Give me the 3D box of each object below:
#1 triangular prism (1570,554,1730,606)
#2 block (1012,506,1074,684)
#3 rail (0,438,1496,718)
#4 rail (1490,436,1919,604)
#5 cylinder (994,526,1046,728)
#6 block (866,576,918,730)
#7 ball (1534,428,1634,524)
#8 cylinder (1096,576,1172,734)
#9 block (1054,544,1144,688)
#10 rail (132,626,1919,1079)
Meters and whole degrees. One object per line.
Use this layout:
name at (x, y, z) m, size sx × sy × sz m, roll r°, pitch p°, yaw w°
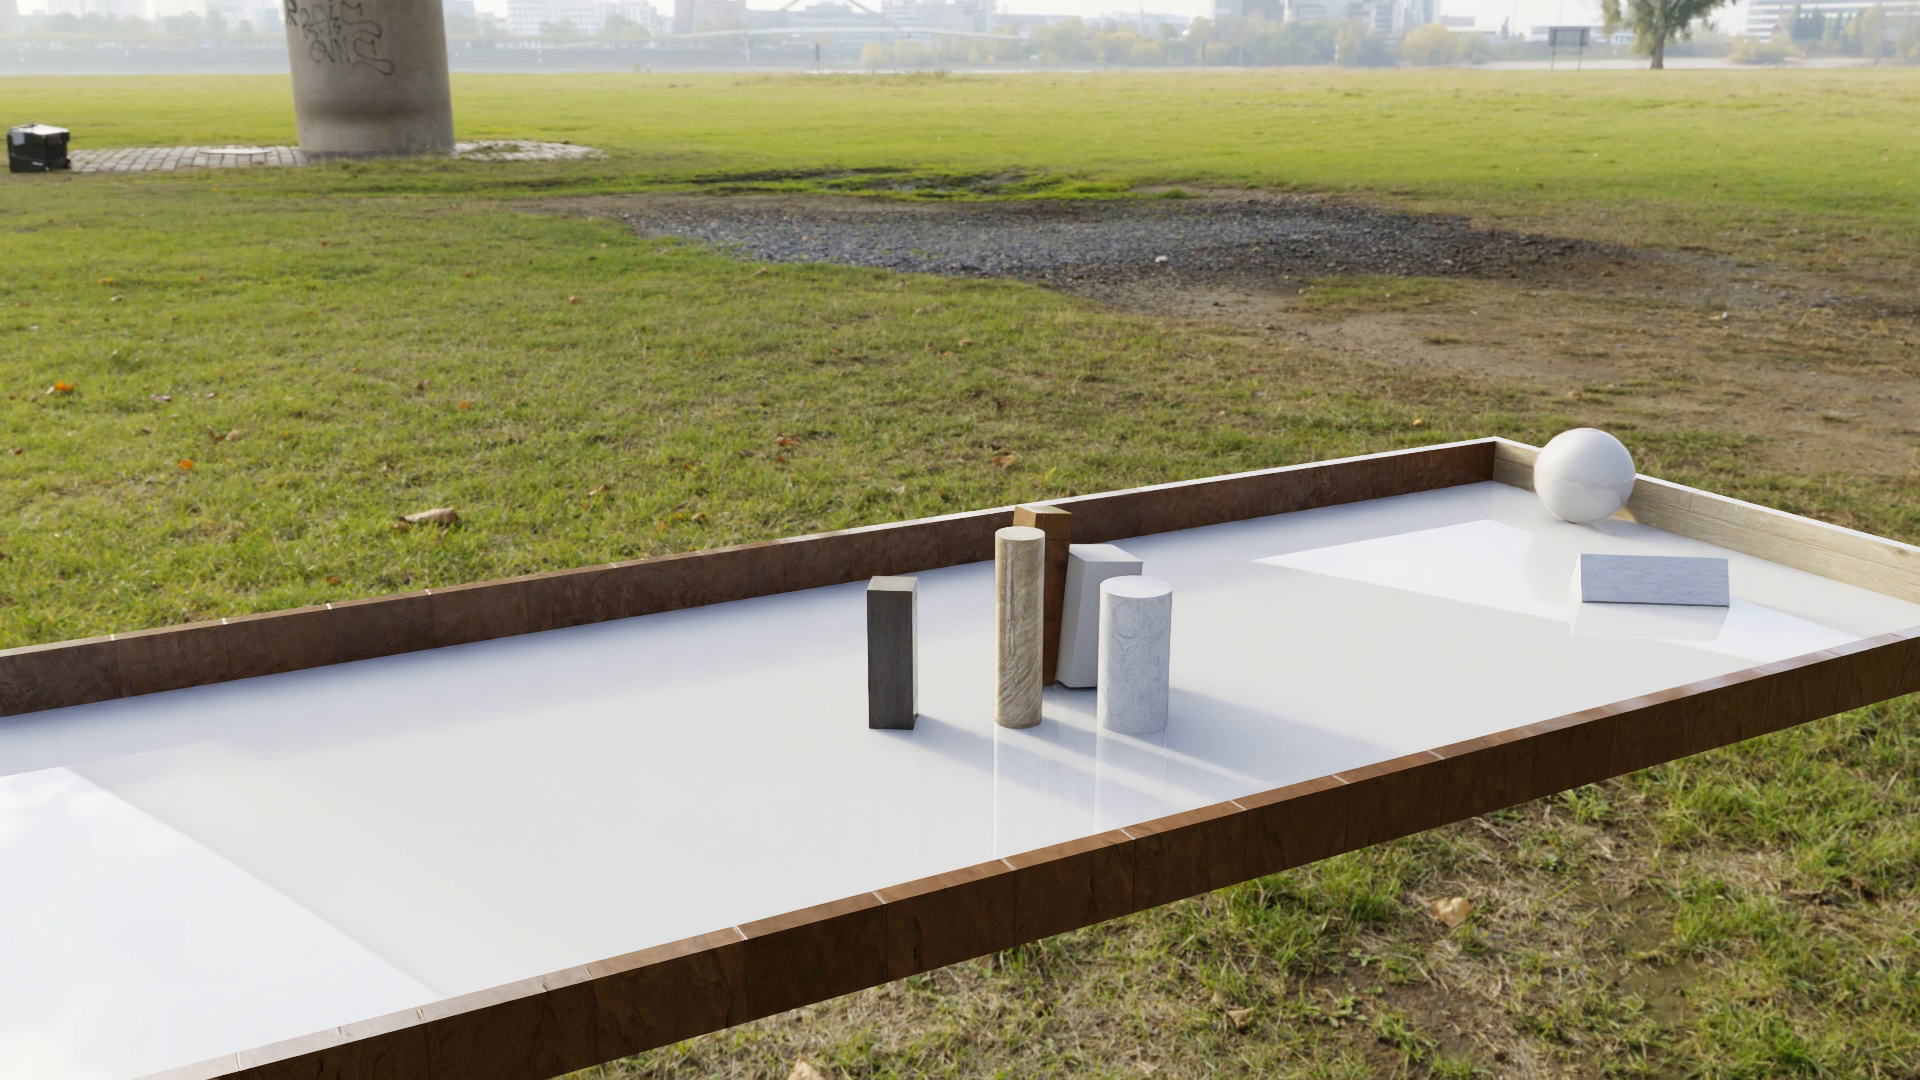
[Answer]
triangular prism at (1.997, 0.103, 4.771) m, size 0.409 × 0.124 × 0.143 m, roll 2°, pitch 17°, yaw 6°
block at (0.186, 0.136, 4.098) m, size 0.105 × 0.431 × 0.105 m, roll 1°, pitch 11°, yaw -28°
rail at (-3.305, 0.497, 3.399) m, size 12.000 × 0.150 × 0.050 m, roll -9°, pitch 18°, yaw -27°
rail at (2.466, -0.048, 5.253) m, size 0.050 × 0.150 × 2.100 m, roll -9°, pitch 18°, yaw -27°
cylinder at (0.138, 0.205, 3.842) m, size 0.114 × 0.459 × 0.114 m, roll 0°, pitch 16°, yaw 0°
block at (-0.156, 0.264, 3.853) m, size 0.105 × 0.341 × 0.105 m, roll 1°, pitch 16°, yaw 5°
ball at (2.089, -0.216, 5.525) m, size 0.318 × 0.318 × 0.318 m, roll 0°, pitch 16°, yaw 0°
cylinder at (0.407, 0.267, 3.854) m, size 0.166 × 0.334 × 0.166 m, roll 0°, pitch 16°, yaw 0°
block at (0.327, 0.187, 4.119) m, size 0.160 × 0.321 × 0.160 m, roll 0°, pitch 15°, yaw -25°
rail at (-2.336, 1.006, 1.665) m, size 12.000 × 0.150 × 0.050 m, roll -9°, pitch 18°, yaw -27°
